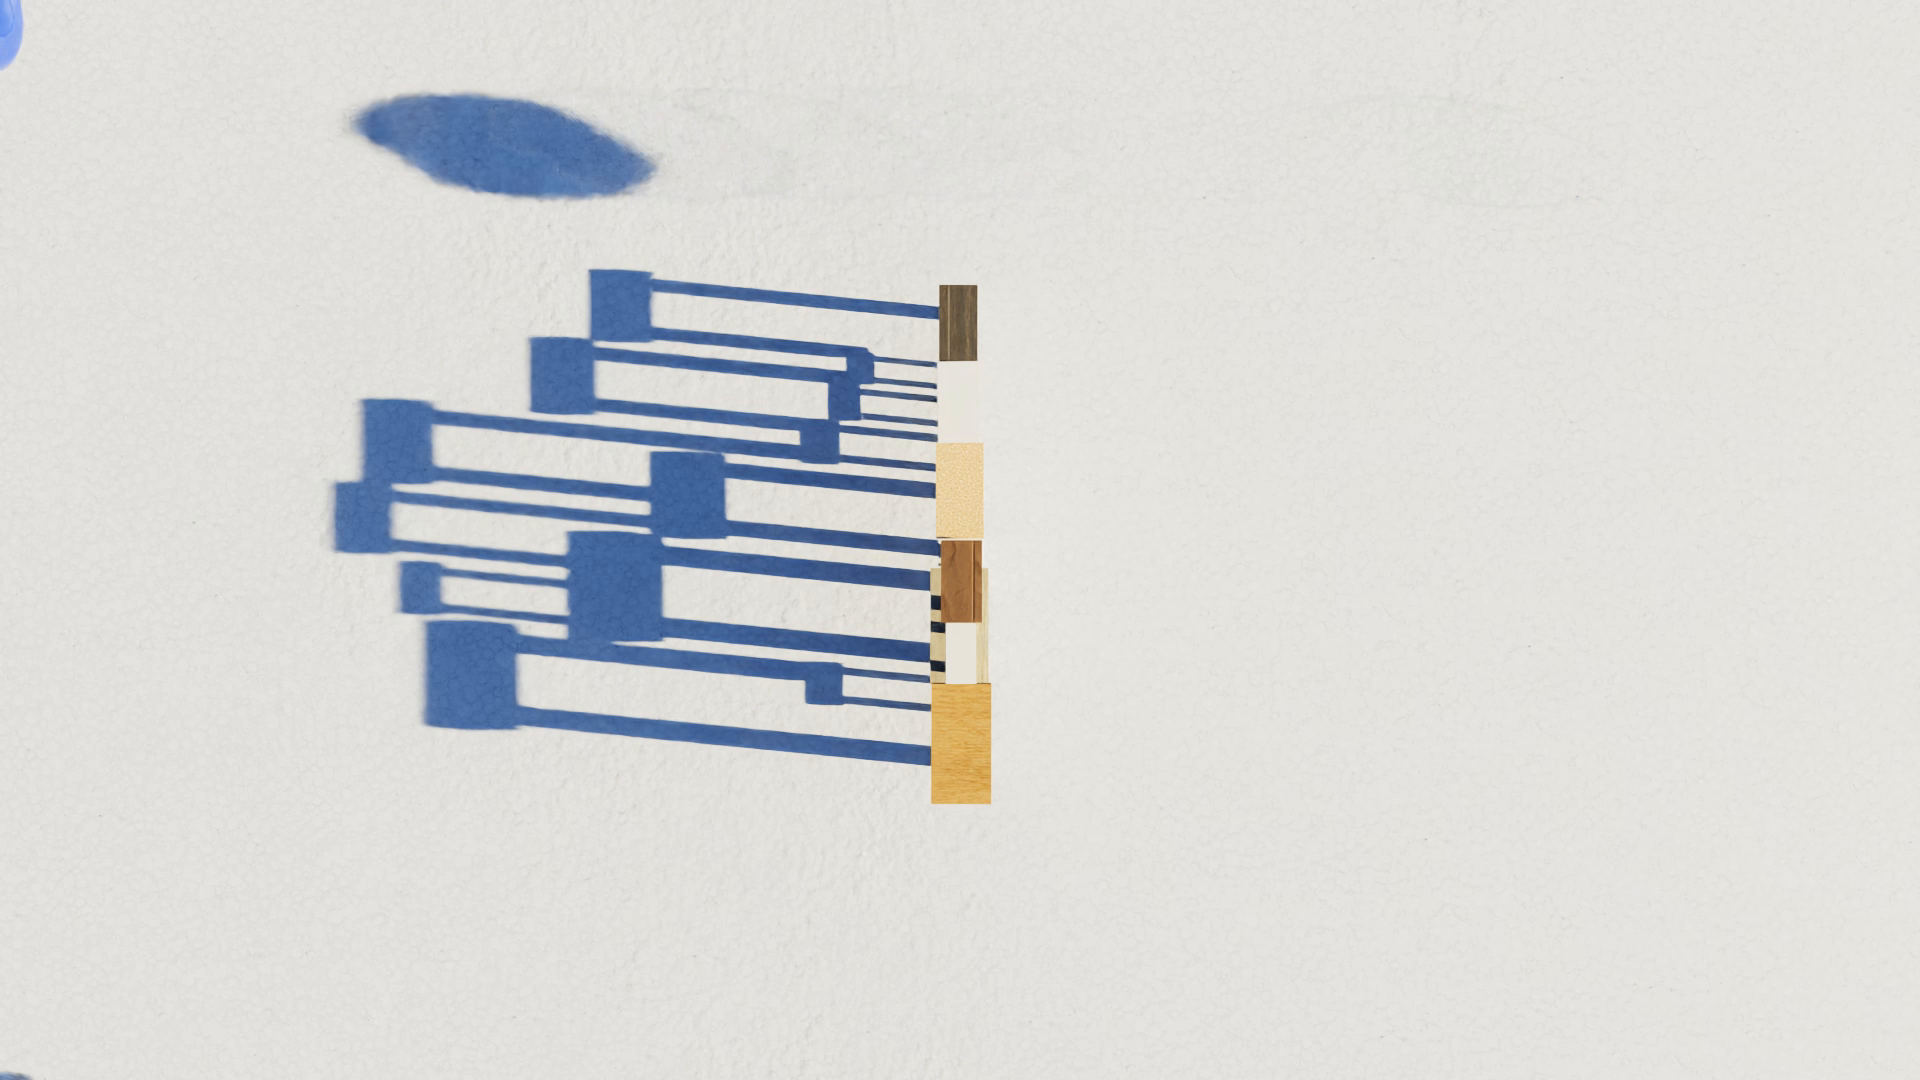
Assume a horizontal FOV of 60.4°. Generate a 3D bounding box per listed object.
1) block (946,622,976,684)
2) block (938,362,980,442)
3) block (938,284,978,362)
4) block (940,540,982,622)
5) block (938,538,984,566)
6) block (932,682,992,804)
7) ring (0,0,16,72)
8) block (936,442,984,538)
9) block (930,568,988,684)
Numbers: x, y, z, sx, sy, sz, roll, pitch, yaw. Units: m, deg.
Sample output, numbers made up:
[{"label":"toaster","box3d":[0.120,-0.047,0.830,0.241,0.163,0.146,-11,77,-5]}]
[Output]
[{"label":"block","box3d":[0.003,0.336,4.897,0.090,0.025,0.180,0,90,0]},{"label":"block","box3d":[-0.004,-0.418,5.058,0.127,0.036,0.255,0,90,0]},{"label":"block","box3d":[-0.005,-0.670,5.122,0.120,0.034,0.239,0,90,0]},{"label":"block","box3d":[0.004,0.121,4.833,0.120,0.034,0.240,0,90,0]},{"label":"block","box3d":[0.004,-0.060,5.194,0.143,0.040,0.285,0,90,0]},{"label":"block","box3d":[0.004,0.610,4.953,0.180,0.051,0.359,0,90,0]},{"label":"ring","box3d":[-2.366,-1.277,3.962,0.103,0.309,0.309,-11,90,-13]},{"label":"block","box3d":[0.000,-0.145,4.873,0.141,0.040,0.282,0,90,0]},{"label":"block","box3d":[-0.002,0.267,5.115,0.180,0.051,0.359,0,90,0]}]
